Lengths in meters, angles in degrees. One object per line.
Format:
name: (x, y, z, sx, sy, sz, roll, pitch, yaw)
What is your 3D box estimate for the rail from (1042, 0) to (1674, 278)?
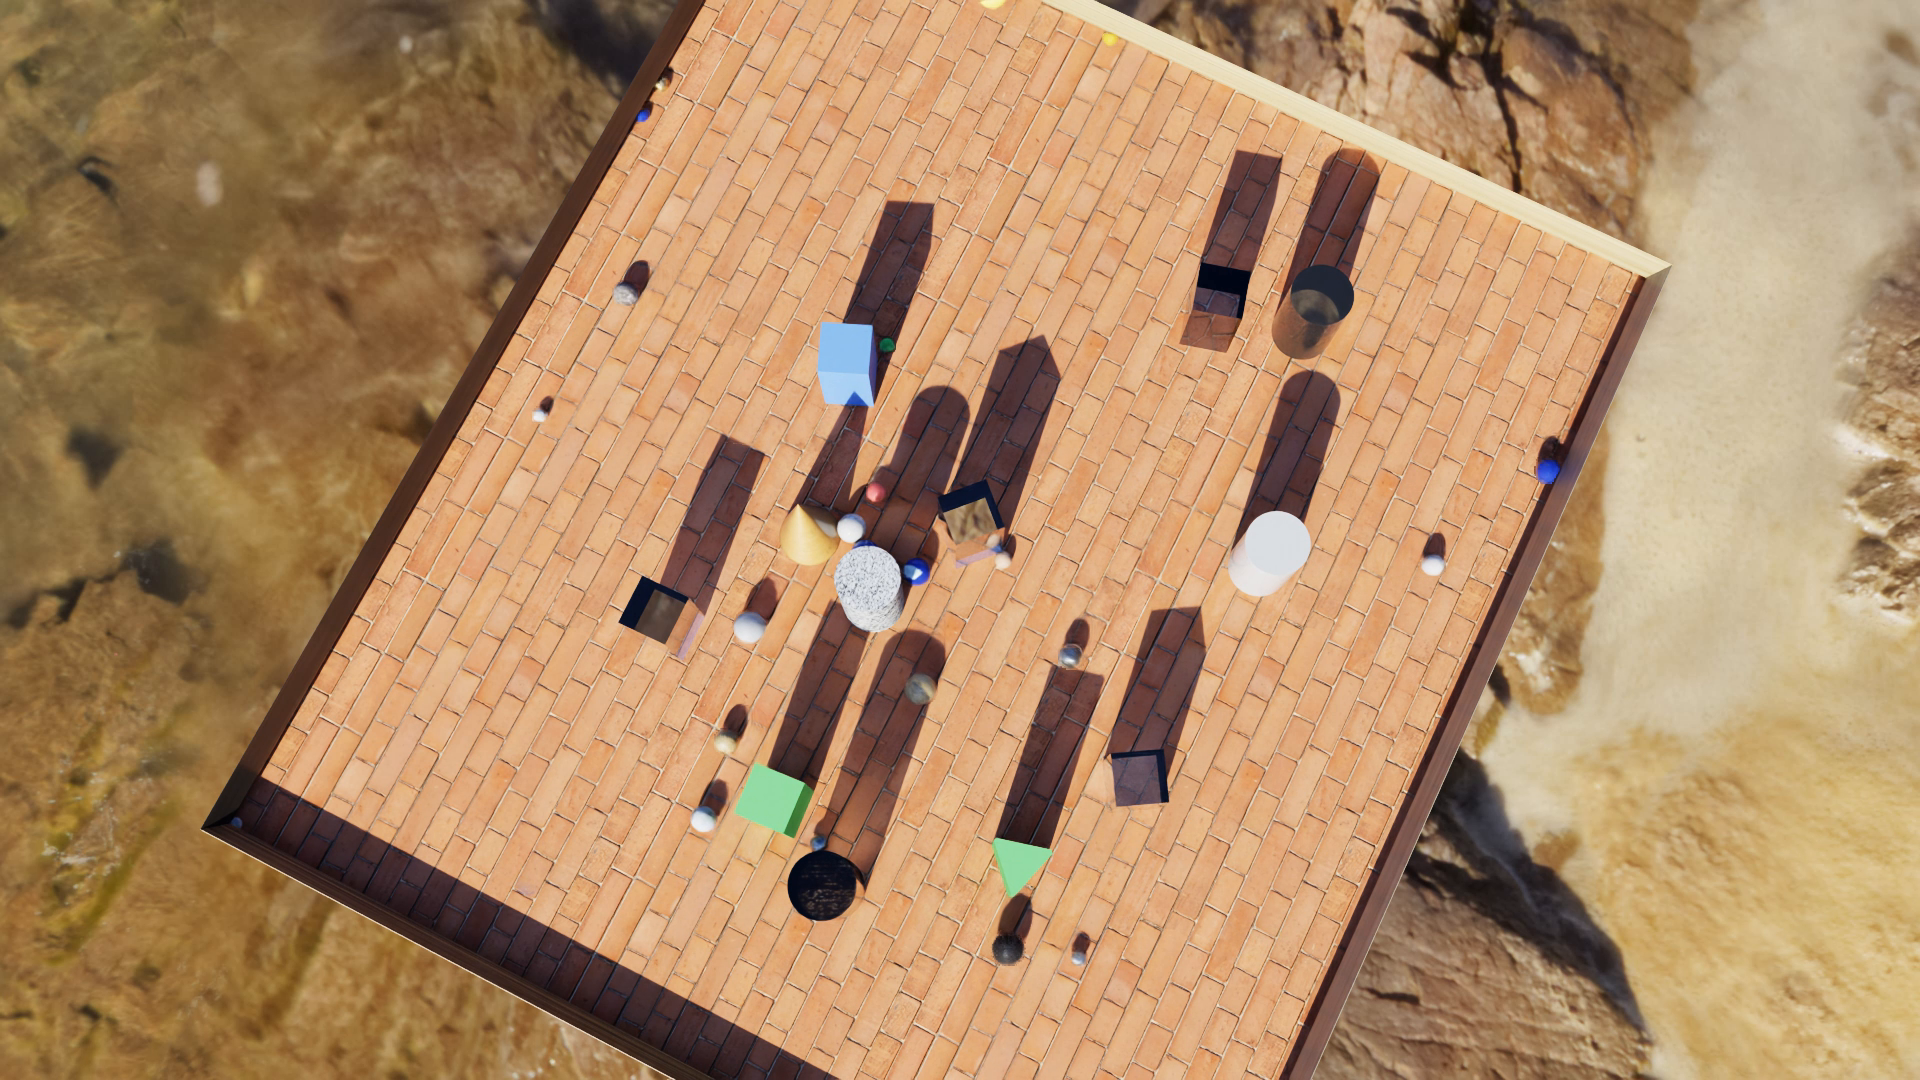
rail: (0.776, -1.514, 5.866, 3.173, 0.123, 0.045, 26, 80, 5)

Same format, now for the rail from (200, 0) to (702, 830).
rail: (-1.398, -0.678, 5.693, 0.045, 0.123, 3.519, 26, 80, 5)

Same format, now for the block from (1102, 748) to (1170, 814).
block: (0.508, 0.701, 5.316, 0.151, 0.303, 0.151, -5, 78, -1)

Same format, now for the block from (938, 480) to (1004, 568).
block: (0.031, -0.043, 5.439, 0.151, 0.365, 0.151, -20, 79, -4)

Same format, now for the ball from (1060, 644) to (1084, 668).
ball: (0.335, 0.347, 5.507, 0.073, 0.073, 0.073, 0, 78, 0)

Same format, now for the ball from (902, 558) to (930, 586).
ball: (-0.131, 0.095, 5.553, 0.085, 0.085, 0.085, 0, 78, 0)

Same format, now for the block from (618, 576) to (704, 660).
block: (-0.875, 0.234, 5.397, 0.151, 0.336, 0.151, 25, 79, 5)

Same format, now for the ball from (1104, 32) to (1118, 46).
ball: (0.489, -1.622, 5.930, 0.044, 0.044, 0.044, 0, 78, 0)

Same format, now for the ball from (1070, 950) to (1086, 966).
ball: (0.343, 1.218, 5.342, 0.044, 0.044, 0.044, 0, 78, 0)

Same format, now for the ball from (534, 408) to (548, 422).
ball: (-1.300, -0.387, 5.675, 0.042, 0.042, 0.042, 0, 78, 0)

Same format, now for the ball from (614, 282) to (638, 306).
ball: (-1.044, -0.770, 5.736, 0.077, 0.077, 0.077, 0, 78, 0)

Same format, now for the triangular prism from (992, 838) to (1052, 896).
triangular prism: (0.149, 0.912, 5.249, 0.142, 0.350, 0.163, 42, 81, 8)

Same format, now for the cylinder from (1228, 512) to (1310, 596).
cylinder: (0.912, 0.044, 5.430, 0.189, 0.347, 0.189, 0, 78, 0)

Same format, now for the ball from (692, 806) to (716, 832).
ball: (-0.755, 0.825, 5.407, 0.075, 0.075, 0.075, 0, 78, 0)

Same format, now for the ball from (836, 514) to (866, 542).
ball: (-0.330, -0.036, 5.578, 0.090, 0.090, 0.090, 0, 78, 0)

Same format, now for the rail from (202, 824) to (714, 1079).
rail: (-0.776, 1.527, 5.237, 3.173, 0.123, 0.045, 26, 80, 5)

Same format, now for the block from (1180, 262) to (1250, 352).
block: (0.775, -0.706, 5.593, 0.151, 0.331, 0.151, 11, 79, 2)

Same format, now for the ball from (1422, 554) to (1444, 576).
ball: (1.436, 0.076, 5.567, 0.066, 0.066, 0.066, 0, 78, 0)

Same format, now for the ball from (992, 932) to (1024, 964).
ball: (0.139, 1.186, 5.324, 0.093, 0.093, 0.093, 0, 78, 0)

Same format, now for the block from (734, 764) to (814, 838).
block: (-0.533, 0.755, 5.284, 0.151, 0.345, 0.151, 22, 79, 4)

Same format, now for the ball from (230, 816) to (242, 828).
ball: (-2.145, 0.841, 5.421, 0.042, 0.042, 0.042, 0, 78, 0)

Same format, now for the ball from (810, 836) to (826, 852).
ball: (-0.418, 0.896, 5.406, 0.050, 0.050, 0.050, 0, 78, 0)

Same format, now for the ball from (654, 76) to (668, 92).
ball: (-0.962, -1.466, 5.895, 0.048, 0.048, 0.048, 0, 78, 0)

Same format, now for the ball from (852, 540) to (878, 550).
ball: (-0.287, 0.044, 5.561, 0.091, 0.091, 0.091, 0, 78, 0)

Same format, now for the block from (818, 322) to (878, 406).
block: (-0.338, -0.529, 5.551, 0.151, 0.342, 0.151, 4, 78, 1)

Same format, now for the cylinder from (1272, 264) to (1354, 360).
cylinder: (1.072, -0.690, 5.585, 0.189, 0.341, 0.189, 0, 78, 0)

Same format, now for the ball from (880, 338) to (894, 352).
ball: (-0.229, -0.608, 5.719, 0.046, 0.046, 0.046, 0, 78, 0)

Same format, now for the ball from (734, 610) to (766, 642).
ball: (-0.631, 0.261, 5.514, 0.094, 0.094, 0.094, 0, 78, 0)

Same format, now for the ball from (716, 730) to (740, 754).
ball: (-0.693, 0.600, 5.456, 0.071, 0.071, 0.071, 0, 78, 0)

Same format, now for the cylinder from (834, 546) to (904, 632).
cylinder: (-0.262, 0.148, 5.387, 0.189, 0.388, 0.189, 0, 78, 0)

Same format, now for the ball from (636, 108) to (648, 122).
ball: (-1.021, -1.361, 5.876, 0.043, 0.043, 0.043, 0, 78, 0)

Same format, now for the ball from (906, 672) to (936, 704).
ball: (-0.118, 0.443, 5.478, 0.092, 0.092, 0.092, 0, 78, 0)

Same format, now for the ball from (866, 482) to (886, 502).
ball: (-0.256, -0.145, 5.617, 0.059, 0.059, 0.059, 0, 78, 0)

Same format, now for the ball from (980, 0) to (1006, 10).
ball: (0.107, -1.767, 5.936, 0.091, 0.091, 0.091, 0, 78, 0)

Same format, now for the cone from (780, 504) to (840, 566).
cone: (-0.459, -0.058, 5.407, 0.189, 0.434, 0.189, 0, 78, 0)

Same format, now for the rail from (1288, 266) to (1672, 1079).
rail: (1.398, 0.691, 5.410, 0.045, 0.123, 3.519, 26, 80, 5)

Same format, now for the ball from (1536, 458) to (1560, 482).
ball: (1.806, -0.213, 5.624, 0.072, 0.072, 0.072, 0, 78, 0)

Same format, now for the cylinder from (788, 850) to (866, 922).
cylinder: (-0.374, 0.982, 5.186, 0.189, 0.446, 0.189, 0, 78, 0)

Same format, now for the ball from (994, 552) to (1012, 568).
ball: (0.132, 0.061, 5.576, 0.054, 0.054, 0.054, 0, 78, 0)
